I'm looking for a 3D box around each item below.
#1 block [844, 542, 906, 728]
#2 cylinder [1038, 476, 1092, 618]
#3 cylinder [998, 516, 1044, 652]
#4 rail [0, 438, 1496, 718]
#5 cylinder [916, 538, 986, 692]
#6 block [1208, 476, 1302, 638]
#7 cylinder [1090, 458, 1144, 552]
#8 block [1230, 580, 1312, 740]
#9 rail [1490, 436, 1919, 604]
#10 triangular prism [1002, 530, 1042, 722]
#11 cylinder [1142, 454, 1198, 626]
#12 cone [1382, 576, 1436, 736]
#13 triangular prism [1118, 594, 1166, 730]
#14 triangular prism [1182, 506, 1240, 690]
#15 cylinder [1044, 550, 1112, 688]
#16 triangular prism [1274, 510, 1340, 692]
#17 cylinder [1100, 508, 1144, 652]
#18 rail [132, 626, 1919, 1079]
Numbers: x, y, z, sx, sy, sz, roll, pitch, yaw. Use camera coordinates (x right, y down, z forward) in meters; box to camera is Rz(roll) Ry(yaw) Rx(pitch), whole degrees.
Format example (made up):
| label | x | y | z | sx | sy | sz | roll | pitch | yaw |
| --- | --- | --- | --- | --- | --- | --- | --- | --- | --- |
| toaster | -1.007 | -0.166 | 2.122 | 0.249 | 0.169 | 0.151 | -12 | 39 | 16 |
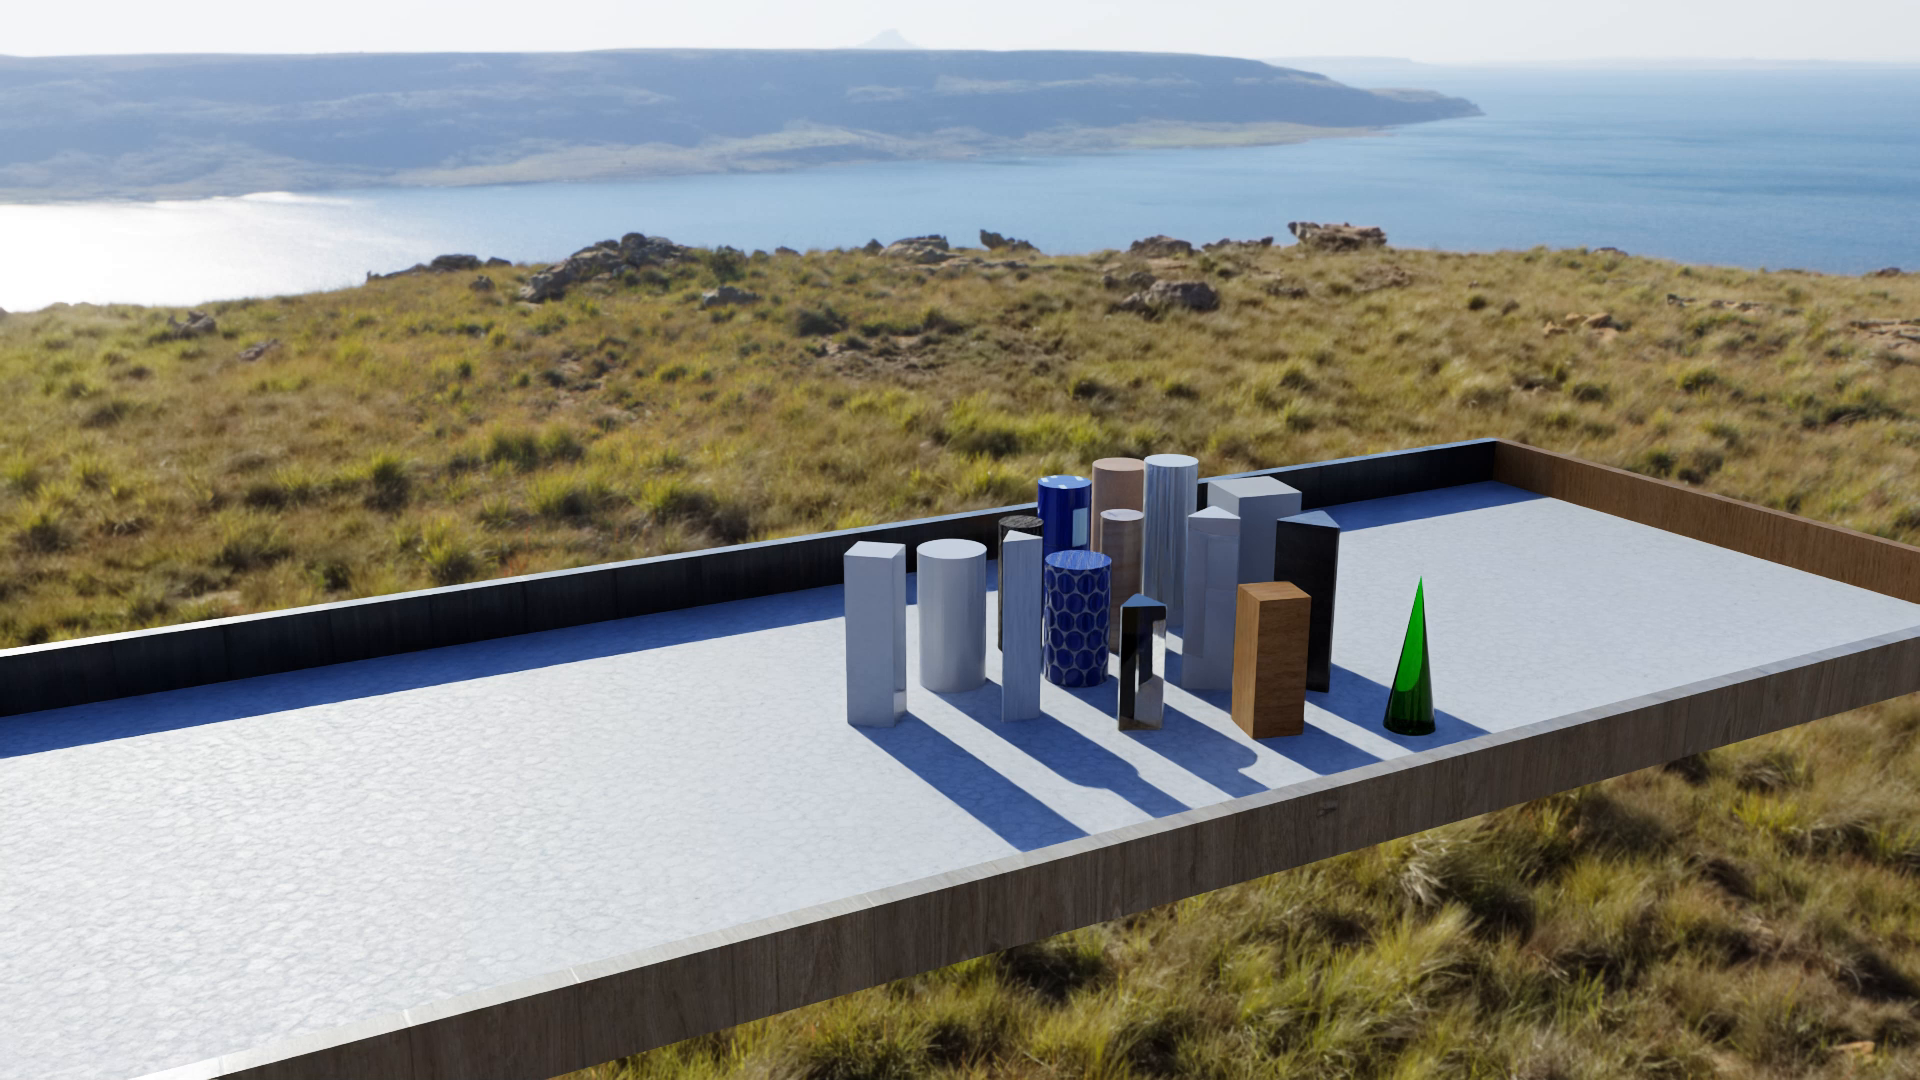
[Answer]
| label | x | y | z | sx | sy | sz | roll | pitch | yaw |
| --- | --- | --- | --- | --- | --- | --- | --- | --- | --- |
| block | -0.197 | 0.221 | 3.867 | 0.114 | 0.415 | 0.114 | 4 | 17 | 13 |
| cylinder | 0.289 | 0.021 | 4.610 | 0.149 | 0.379 | 0.149 | 0 | 16 | 0 |
| cylinder | 0.159 | 0.119 | 4.336 | 0.118 | 0.347 | 0.118 | 0 | 16 | 0 |
| rail | -3.305 | 0.497 | 3.399 | 12.000 | 0.150 | 0.050 | -9 | 18 | -27 |
| cylinder | -0.020 | 0.187 | 4.105 | 0.172 | 0.345 | 0.172 | 0 | 16 | 0 |
| block | 0.763 | 0.071 | 4.337 | 0.178 | 0.437 | 0.178 | -5 | 17 | -17 |
| cylinder | 0.465 | -0.040 | 4.826 | 0.163 | 0.375 | 0.163 | 0 | 16 | 0 |
| block | 0.718 | 0.277 | 3.818 | 0.126 | 0.336 | 0.126 | -4 | 17 | -13 |
| rail | 2.466 | -0.048 | 5.253 | 0.050 | 0.150 | 2.100 | -9 | 18 | -27 |
| triangular prism | 0.132 | 0.201 | 3.882 | 0.095 | 0.444 | 0.082 | -6 | 17 | -18 |
| cylinder | 0.576 | -0.001 | 4.559 | 0.147 | 0.450 | 0.147 | 0 | 16 | 0 |
| cone | 1.053 | 0.256 | 3.818 | 0.121 | 0.376 | 0.121 | 0 | 16 | 0 |
| triangular prism | 0.416 | 0.284 | 3.848 | 0.105 | 0.305 | 0.091 | -1 | 16 | -4 |
| triangular prism | 0.620 | 0.143 | 4.086 | 0.126 | 0.442 | 0.109 | 2 | 17 | 8 |
| cylinder | 0.294 | 0.197 | 4.140 | 0.165 | 0.308 | 0.165 | 0 | 16 | 0 |
| triangular prism | 0.870 | 0.147 | 4.101 | 0.153 | 0.425 | 0.132 | 8 | 18 | 25 |
| cylinder | 0.424 | 0.107 | 4.353 | 0.114 | 0.360 | 0.114 | 0 | 16 | 0 |
| rail | -2.336 | 1.006 | 1.665 | 12.000 | 0.150 | 0.050 | -9 | 18 | -27 |
